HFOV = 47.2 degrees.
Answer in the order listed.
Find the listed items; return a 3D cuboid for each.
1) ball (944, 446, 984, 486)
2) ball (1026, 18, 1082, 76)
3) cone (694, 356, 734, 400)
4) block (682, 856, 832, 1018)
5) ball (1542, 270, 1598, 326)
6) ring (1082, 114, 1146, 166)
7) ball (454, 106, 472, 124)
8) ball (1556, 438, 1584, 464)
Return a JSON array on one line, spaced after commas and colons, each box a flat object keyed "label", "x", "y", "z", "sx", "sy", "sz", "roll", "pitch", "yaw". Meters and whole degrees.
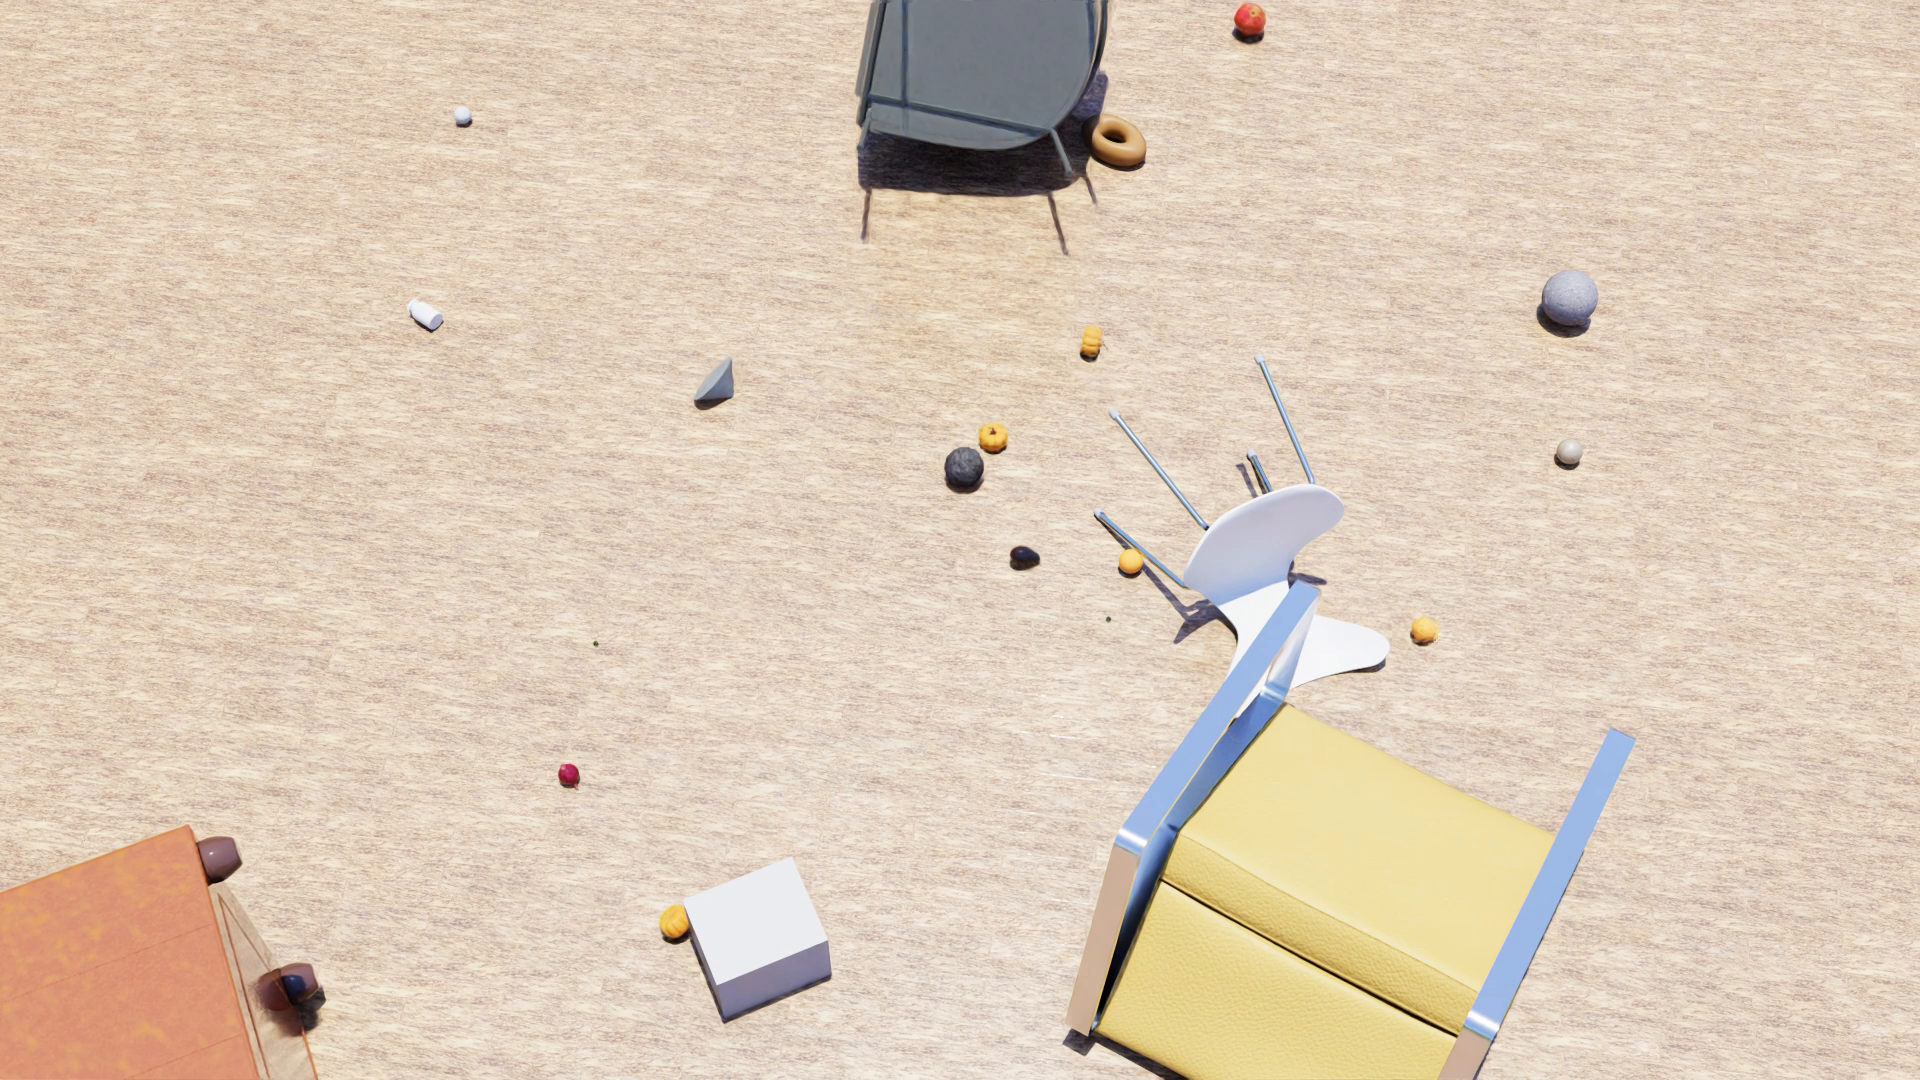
[{"label": "ball", "x": 0.013, "y": -0.223, "z": 6.651, "sx": 0.120, "sy": 0.120, "sz": 0.120, "roll": 0, "pitch": 56, "yaw": 0}, {"label": "ball", "x": 0.325, "y": -1.705, "z": 7.602, "sx": 0.193, "sy": 0.193, "sz": 0.193, "roll": 0, "pitch": 56, "yaw": 0}, {"label": "cone", "x": -0.739, "y": -0.475, "z": 6.858, "sx": 0.090, "sy": 0.143, "sz": 0.179, "roll": 42, "pitch": 82, "yaw": -21}, {"label": "block", "x": -0.527, "y": 1.038, "z": 5.743, "sx": 0.303, "sy": 0.223, "sz": 0.255, "roll": -20, "pitch": 58, "yaw": -13}, {"label": "ball", "x": 1.937, "y": -0.771, "z": 6.985, "sx": 0.176, "sy": 0.176, "sz": 0.176, "roll": 0, "pitch": 56, "yaw": 0}, {"label": "ring", "x": 0.520, "y": -1.351, "z": 7.429, "sx": 0.249, "sy": 0.088, "sz": 0.161, "roll": 34, "pitch": 64, "yaw": 22}, {"label": "ball", "x": -1.699, "y": -1.451, "z": 7.511, "sx": 0.060, "sy": 0.060, "sz": 0.060, "roll": 0, "pitch": 56, "yaw": 0}, {"label": "ball", "x": 1.860, "y": -0.270, "z": 6.707, "sx": 0.080, "sy": 0.080, "sz": 0.080, "roll": 0, "pitch": 56, "yaw": 0}]
